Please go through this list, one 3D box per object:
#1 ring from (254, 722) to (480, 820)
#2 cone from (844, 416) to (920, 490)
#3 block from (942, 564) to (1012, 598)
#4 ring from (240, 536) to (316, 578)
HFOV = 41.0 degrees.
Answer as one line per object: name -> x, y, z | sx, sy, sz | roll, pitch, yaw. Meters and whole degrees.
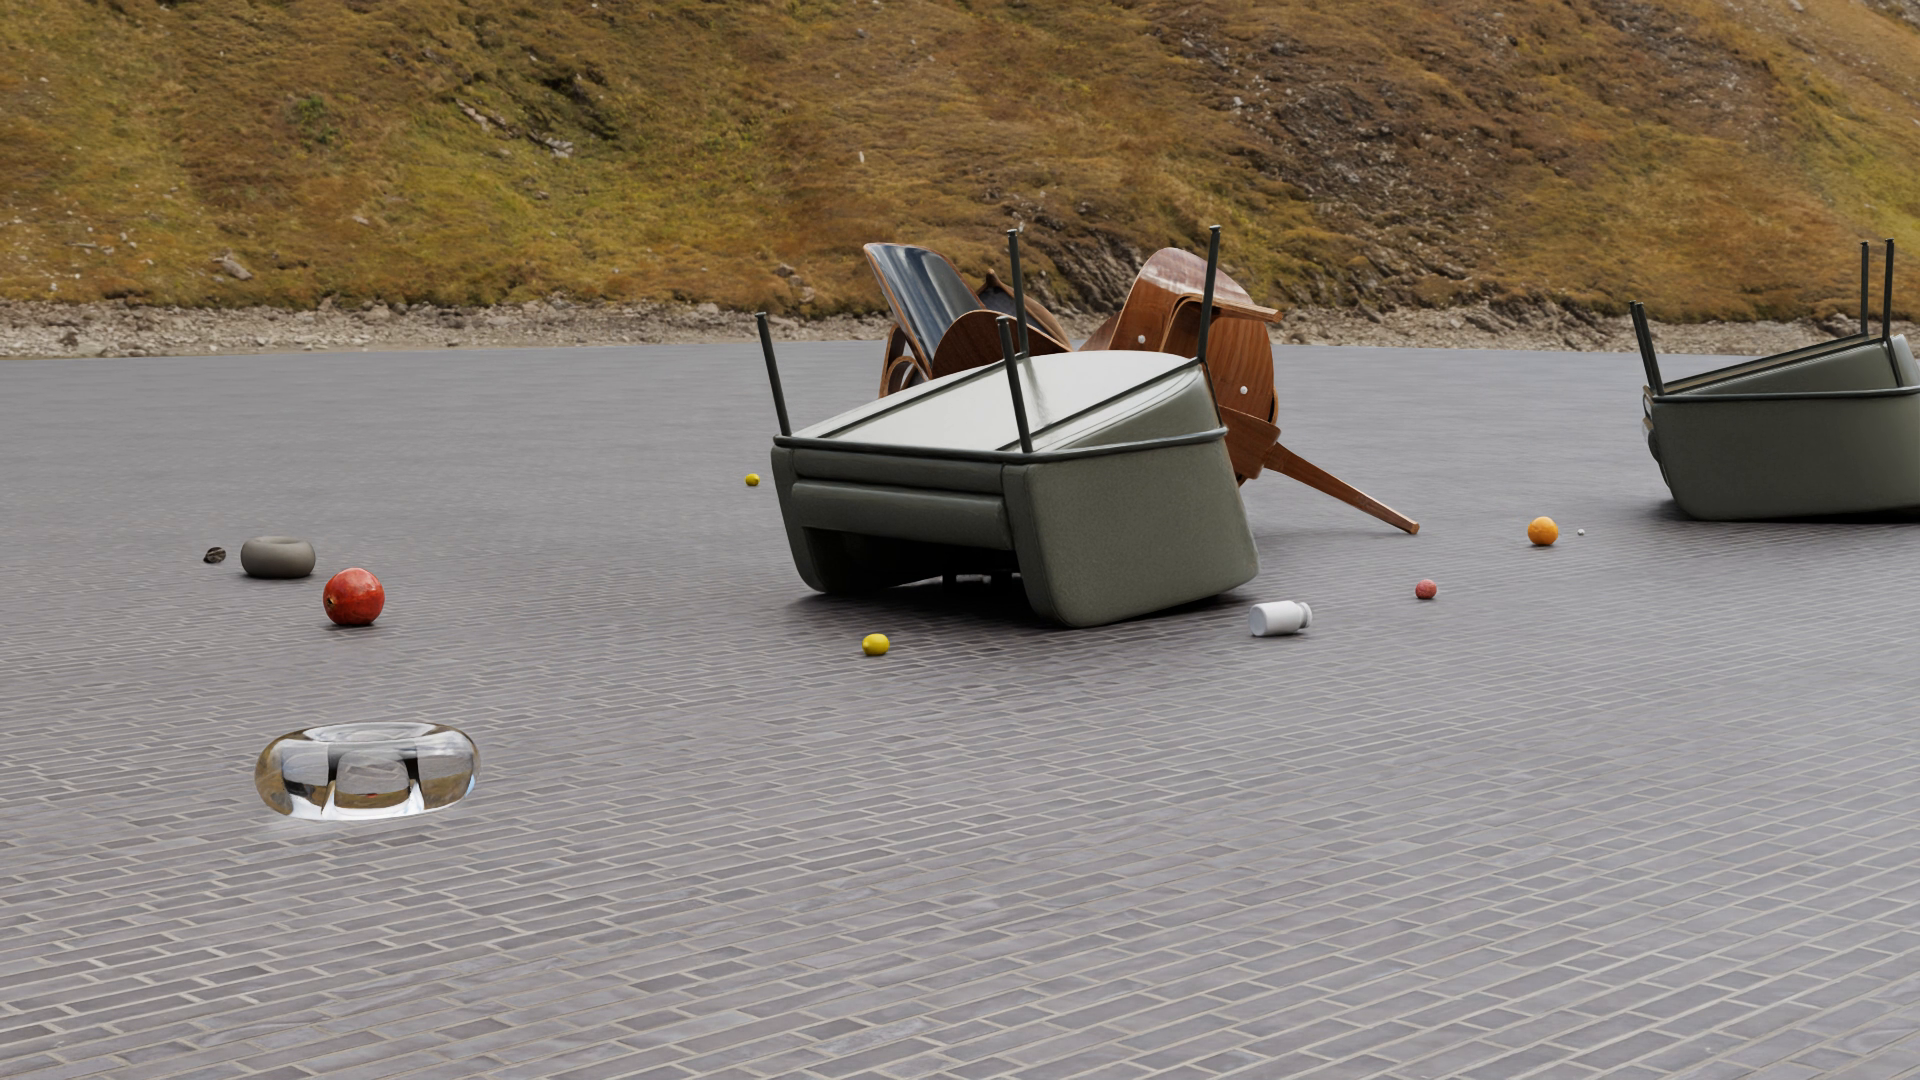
ring -> -0.733, 0.285, 3.184 | 0.281, 0.097, 0.186 | -2, 7, -30
cone -> -0.245, -0.279, 8.028 | 0.248, 0.223, 0.230 | -3, 7, -27
block -> 0.035, 0.084, 5.329 | 0.081, 0.055, 0.125 | -5, 8, -42
ring -> -1.507, 0.038, 5.670 | 0.155, 0.077, 0.235 | -2, 7, -28
